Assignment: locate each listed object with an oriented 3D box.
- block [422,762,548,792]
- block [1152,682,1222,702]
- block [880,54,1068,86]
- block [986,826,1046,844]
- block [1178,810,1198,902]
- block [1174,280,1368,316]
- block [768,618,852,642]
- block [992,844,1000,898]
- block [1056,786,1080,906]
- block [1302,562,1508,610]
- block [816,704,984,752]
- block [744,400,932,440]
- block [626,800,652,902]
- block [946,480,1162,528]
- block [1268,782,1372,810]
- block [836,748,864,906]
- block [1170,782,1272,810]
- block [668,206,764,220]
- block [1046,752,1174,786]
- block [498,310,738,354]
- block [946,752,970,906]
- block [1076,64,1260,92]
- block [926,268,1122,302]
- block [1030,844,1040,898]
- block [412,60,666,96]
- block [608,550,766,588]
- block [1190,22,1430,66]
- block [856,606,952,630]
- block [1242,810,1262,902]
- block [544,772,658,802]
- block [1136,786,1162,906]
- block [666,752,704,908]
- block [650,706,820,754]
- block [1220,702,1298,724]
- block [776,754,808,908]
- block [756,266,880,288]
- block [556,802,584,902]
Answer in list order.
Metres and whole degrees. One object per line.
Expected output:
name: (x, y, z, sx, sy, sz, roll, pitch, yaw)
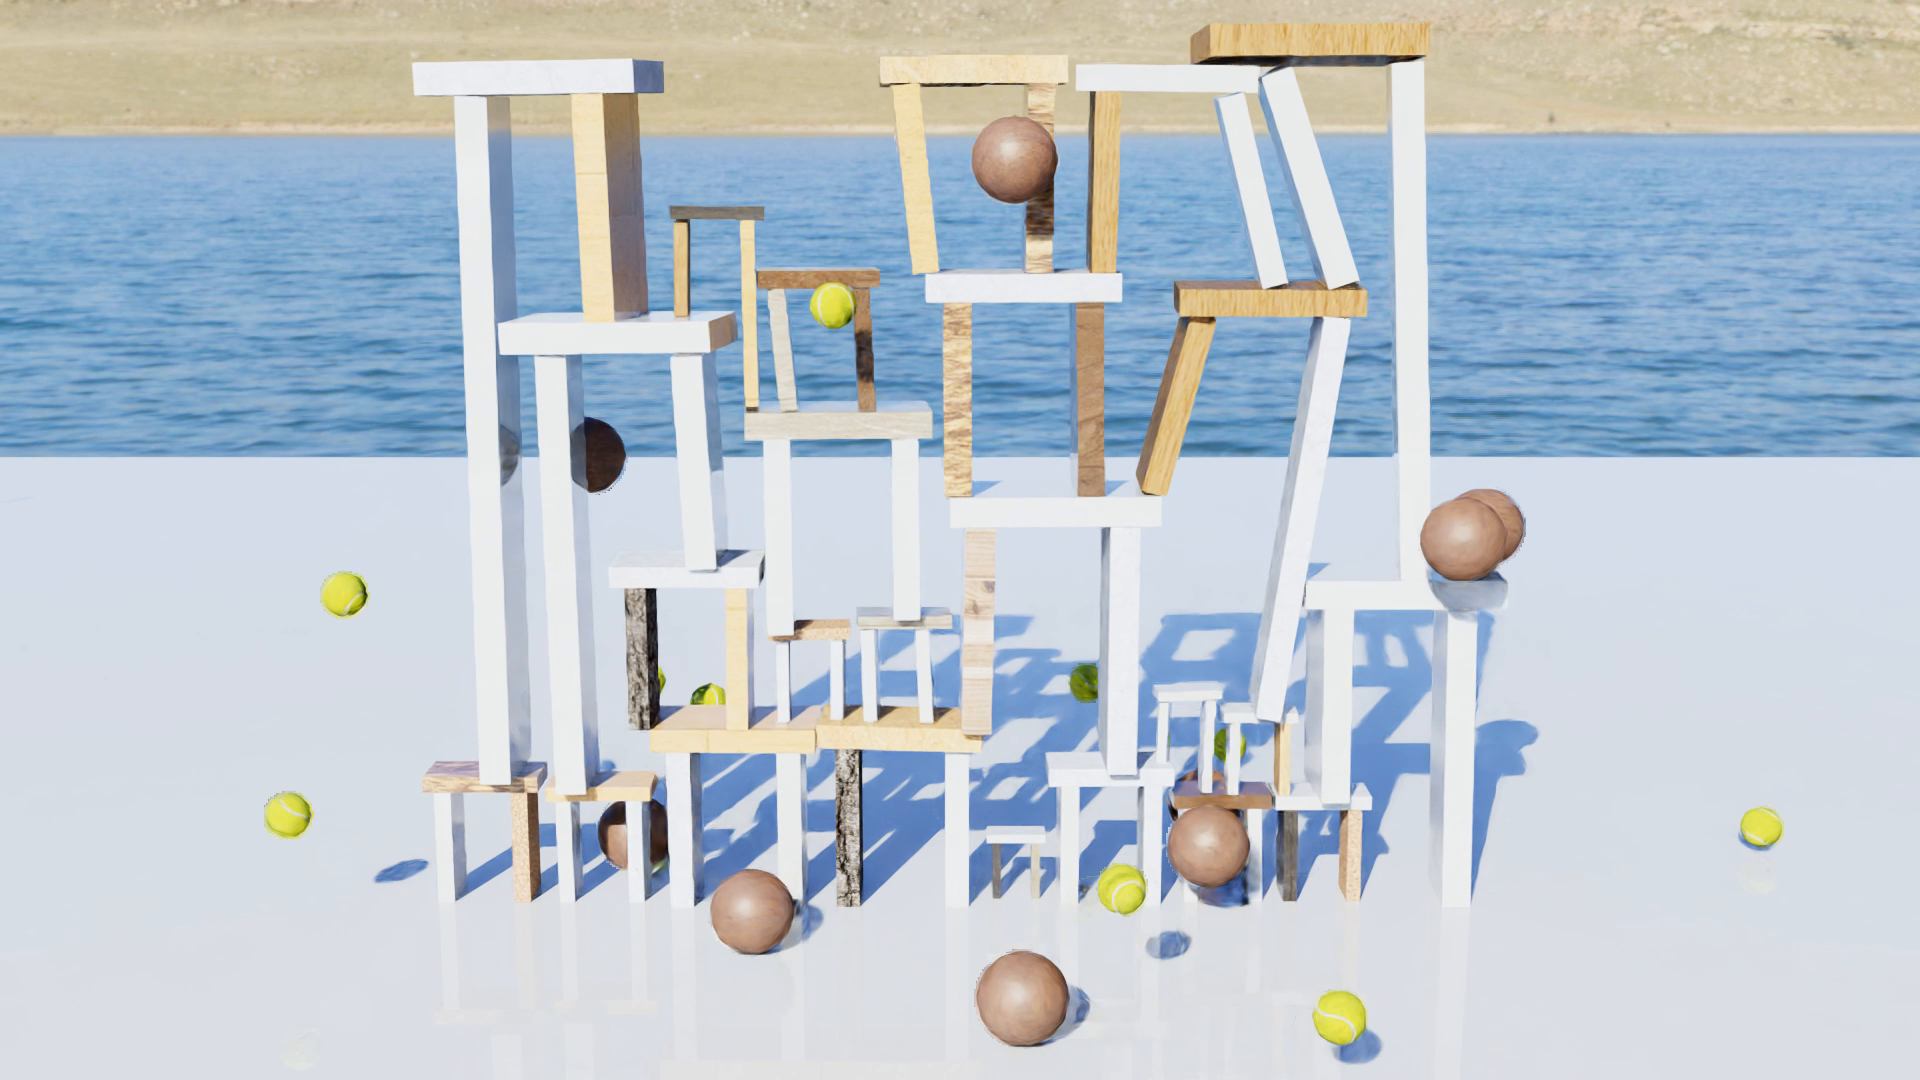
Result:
block: (-0.784, 0.392, 3.638, 0.187, 0.027, 0.094, 0, 10, 0)
block: (0.373, 0.249, 3.603, 0.105, 0.015, 0.053, -2, 9, -6)
block: (0.019, -0.732, 3.431, 0.287, 0.041, 0.144, -1, 10, -3)
block: (0.093, 0.489, 3.649, 0.096, 0.014, 0.048, 0, 11, 0)
block: (0.378, 0.512, 3.653, 0.023, 0.159, 0.080, -2, 11, 0)
block: (0.484, -0.380, 3.452, 0.287, 0.041, 0.144, 0, 13, 1)
block: (-0.246, 0.146, 3.577, 0.134, 0.019, 0.067, -1, 11, -5)
block: (0.061, 0.543, 3.659, 0.014, 0.096, 0.048, 0, 11, 0)
block: (0.178, 0.491, 3.644, 0.029, 0.203, 0.102, 0, 11, -2)
block: (0.711, 0.074, 3.575, 0.321, 0.046, 0.161, 0, 10, 1)
block: (-0.095, 0.308, 3.608, 0.267, 0.038, 0.134, 1, 11, 3)
block: (-0.196, -0.193, 3.517, 0.293, 0.042, 0.147, -1, 11, -5)
block: (-0.533, 0.505, 3.655, 0.024, 0.172, 0.086, 0, 11, 0)
block: (0.148, -0.059, 3.537, 0.333, 0.047, 0.167, 0, 11, -2)
block: (0.595, 0.424, 3.639, 0.157, 0.022, 0.079, 0, 11, 0)
block: (-0.183, 0.458, 3.647, 0.038, 0.267, 0.134, 0, 11, 0)
block: (0.429, 0.422, 3.636, 0.159, 0.023, 0.080, 0, 11, 0)
block: (-0.383, -0.514, 3.452, 0.147, 0.021, 0.073, -1, 9, -10)
block: (0.245, 0.377, 3.622, 0.203, 0.029, 0.102, 0, 11, -1)
block: (-0.536, -0.328, 3.470, 0.337, 0.048, 0.168, 0, 11, 9)
block: (-0.005, 0.458, 3.647, 0.038, 0.267, 0.134, 0, 11, 0)
block: (0.318, -0.716, 3.403, 0.277, 0.039, 0.139, 1, 13, 3)
block: (0.098, -0.403, 3.470, 0.304, 0.043, 0.152, 0, 11, -1)
block: (0.125, 0.543, 3.659, 0.014, 0.096, 0.048, 0, 11, 0)
block: (-0.650, -0.717, 3.412, 0.346, 0.049, 0.173, 1, 11, 8)
block: (-0.435, 0.046, 3.531, 0.237, 0.034, 0.118, 0, 13, 1)
block: (0.542, -0.771, 3.427, 0.339, 0.048, 0.170, -1, 7, -4)
block: (-0.092, 0.127, 3.583, 0.152, 0.022, 0.076, 0, 10, -5)
block: (0.485, 0.512, 3.653, 0.023, 0.159, 0.080, -2, 11, 0)
block: (-0.592, 0.408, 3.637, 0.172, 0.024, 0.086, -1, 11, 0)
block: (0.313, 0.491, 3.645, 0.029, 0.203, 0.102, -1, 11, -2)
block: (-0.454, 0.457, 3.639, 0.038, 0.266, 0.133, 0, 13, 0)
block: (-0.366, 0.309, 3.603, 0.266, 0.038, 0.133, 0, 13, 0)
block: (0.489, 0.284, 3.603, 0.122, 0.017, 0.061, 0, 12, 0)
block: (-0.277, 0.457, 3.639, 0.038, 0.266, 0.133, 0, 13, 0)
block: (-0.226, -0.415, 3.473, 0.191, 0.027, 0.095, -1, 11, -7)
block: (-0.649, 0.505, 3.655, 0.024, 0.172, 0.086, -1, 11, 0)
